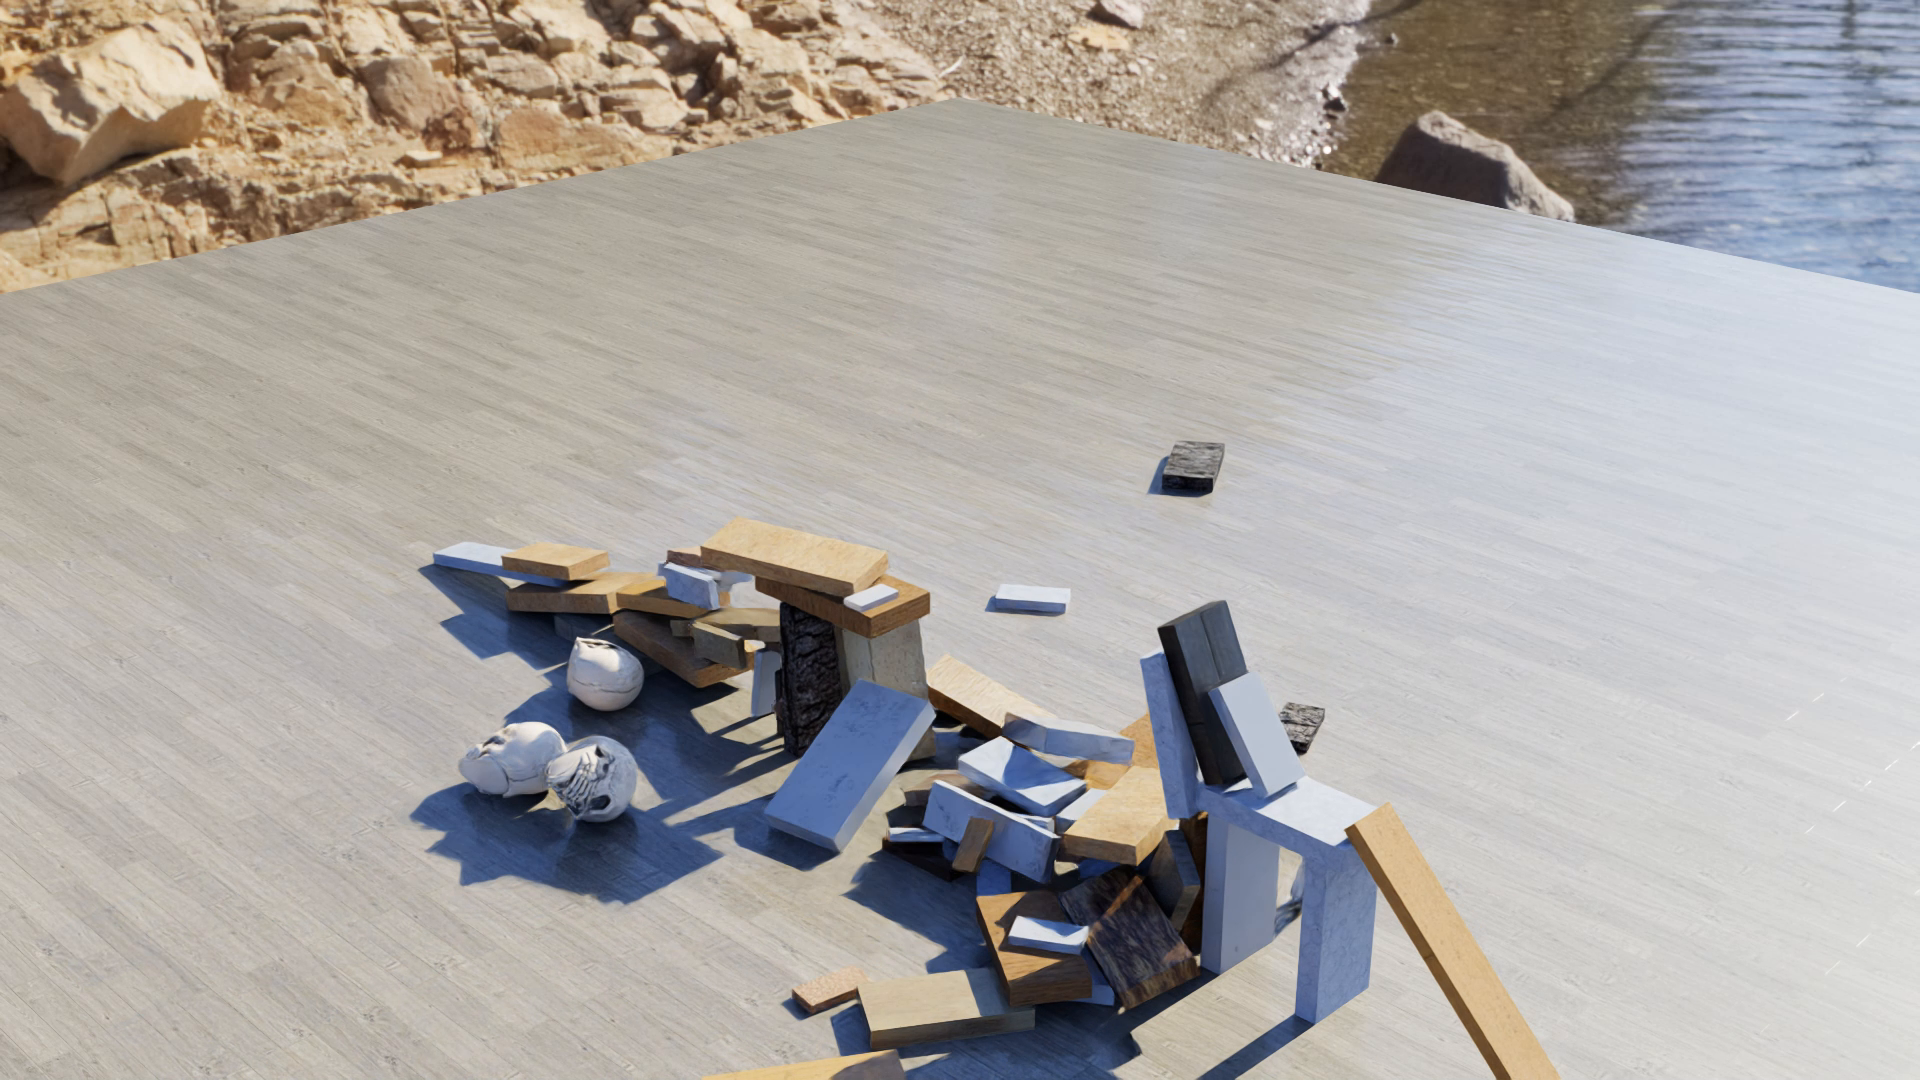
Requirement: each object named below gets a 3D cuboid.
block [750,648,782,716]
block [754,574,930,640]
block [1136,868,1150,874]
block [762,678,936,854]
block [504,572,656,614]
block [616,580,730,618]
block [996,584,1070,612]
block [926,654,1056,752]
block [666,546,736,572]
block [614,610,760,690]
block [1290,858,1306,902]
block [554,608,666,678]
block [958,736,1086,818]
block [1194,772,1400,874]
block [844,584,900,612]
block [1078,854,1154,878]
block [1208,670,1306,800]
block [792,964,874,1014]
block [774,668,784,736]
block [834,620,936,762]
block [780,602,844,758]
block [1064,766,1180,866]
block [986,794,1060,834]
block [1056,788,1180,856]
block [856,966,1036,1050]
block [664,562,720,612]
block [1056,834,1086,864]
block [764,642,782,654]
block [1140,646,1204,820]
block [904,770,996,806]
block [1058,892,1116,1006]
[{"bbox_3d":[-0.421,0.308,4.832,0.021,0.149,0.075,19,22,37],"label":"block"},{"bbox_3d":[-0.246,0.106,4.568,0.345,0.049,0.172,21,30,39],"label":"block"},{"bbox_3d":[0.411,0.608,4.190,0.115,0.033,0.230,-15,8,-31],"label":"block"},{"bbox_3d":[-0.221,0.450,4.425,0.180,0.051,0.359,16,56,32],"label":"block"},{"bbox_3d":[-0.914,0.125,5.301,0.338,0.048,0.169,0,16,35],"label":"block"},{"bbox_3d":[-0.665,0.135,5.093,0.252,0.036,0.126,6,18,40],"label":"block"},{"bbox_3d":[0.179,0.142,5.394,0.174,0.025,0.087,4,23,9],"label":"block"},{"bbox_3d":[0.054,0.357,4.744,0.283,0.040,0.141,29,31,12],"label":"block"},{"bbox_3d":[-0.565,0.045,5.071,0.211,0.030,0.105,7,9,39],"label":"block"},{"bbox_3d":[-0.628,0.231,5.037,0.169,0.048,0.338,-19,32,-38],"label":"block"},{"bbox_3d":[0.680,0.594,4.129,0.086,0.173,0.024,-13,39,-39],"label":"block"},{"bbox_3d":[-0.785,0.224,5.171,0.169,0.048,0.338,-21,31,-40],"label":"block"},{"bbox_3d":[0.120,0.464,4.294,0.118,0.033,0.236,-24,35,-38],"label":"block"},{"bbox_3d":[0.579,0.469,3.792,0.315,0.045,0.158,21,31,41],"label":"block"},{"bbox_3d":[-0.179,0.118,4.460,0.105,0.015,0.053,-21,31,-41],"label":"block"},{"bbox_3d":[0.360,0.583,4.179,0.256,0.036,0.128,-12,10,18],"label":"block"},{"bbox_3d":[0.516,0.337,3.818,0.102,0.203,0.029,-20,-7,-39],"label":"block"},{"bbox_3d":[-0.224,0.791,3.873,0.130,0.018,0.065,-16,28,-32],"label":"block"},{"bbox_3d":[-0.363,0.344,4.760,0.075,0.149,0.021,-21,30,-40],"label":"block"},{"bbox_3d":[-0.159,0.298,4.618,0.172,0.345,0.049,-10,8,-23],"label":"block"},{"bbox_3d":[-0.296,0.274,4.673,0.172,0.345,0.049,-20,31,-39],"label":"block"},{"bbox_3d":[0.326,0.510,4.089,0.145,0.041,0.290,6,23,30],"label":"block"},{"bbox_3d":[0.122,0.530,4.311,0.236,0.033,0.118,3,21,45],"label":"block"},{"bbox_3d":[0.323,0.533,4.142,0.256,0.036,0.128,8,24,36],"label":"block"},{"bbox_3d":[-0.026,0.807,3.807,0.285,0.040,0.143,-5,23,-11],"label":"block"},{"bbox_3d":[-0.605,0.105,4.950,0.150,0.075,0.021,16,34,39],"label":"block"},{"bbox_3d":[0.177,0.573,4.259,0.128,0.036,0.256,-24,15,-40],"label":"block"},{"bbox_3d":[-0.343,0.238,4.798,0.149,0.021,0.075,17,21,29],"label":"block"},{"bbox_3d":[0.393,0.331,3.884,0.041,0.291,0.145,-6,9,33],"label":"block"},{"bbox_3d":[0.007,0.495,4.429,0.118,0.033,0.236,-23,7,-41],"label":"block"},{"bbox_3d":[0.227,0.735,3.976,0.143,0.040,0.285,5,23,11],"label":"block"}]
